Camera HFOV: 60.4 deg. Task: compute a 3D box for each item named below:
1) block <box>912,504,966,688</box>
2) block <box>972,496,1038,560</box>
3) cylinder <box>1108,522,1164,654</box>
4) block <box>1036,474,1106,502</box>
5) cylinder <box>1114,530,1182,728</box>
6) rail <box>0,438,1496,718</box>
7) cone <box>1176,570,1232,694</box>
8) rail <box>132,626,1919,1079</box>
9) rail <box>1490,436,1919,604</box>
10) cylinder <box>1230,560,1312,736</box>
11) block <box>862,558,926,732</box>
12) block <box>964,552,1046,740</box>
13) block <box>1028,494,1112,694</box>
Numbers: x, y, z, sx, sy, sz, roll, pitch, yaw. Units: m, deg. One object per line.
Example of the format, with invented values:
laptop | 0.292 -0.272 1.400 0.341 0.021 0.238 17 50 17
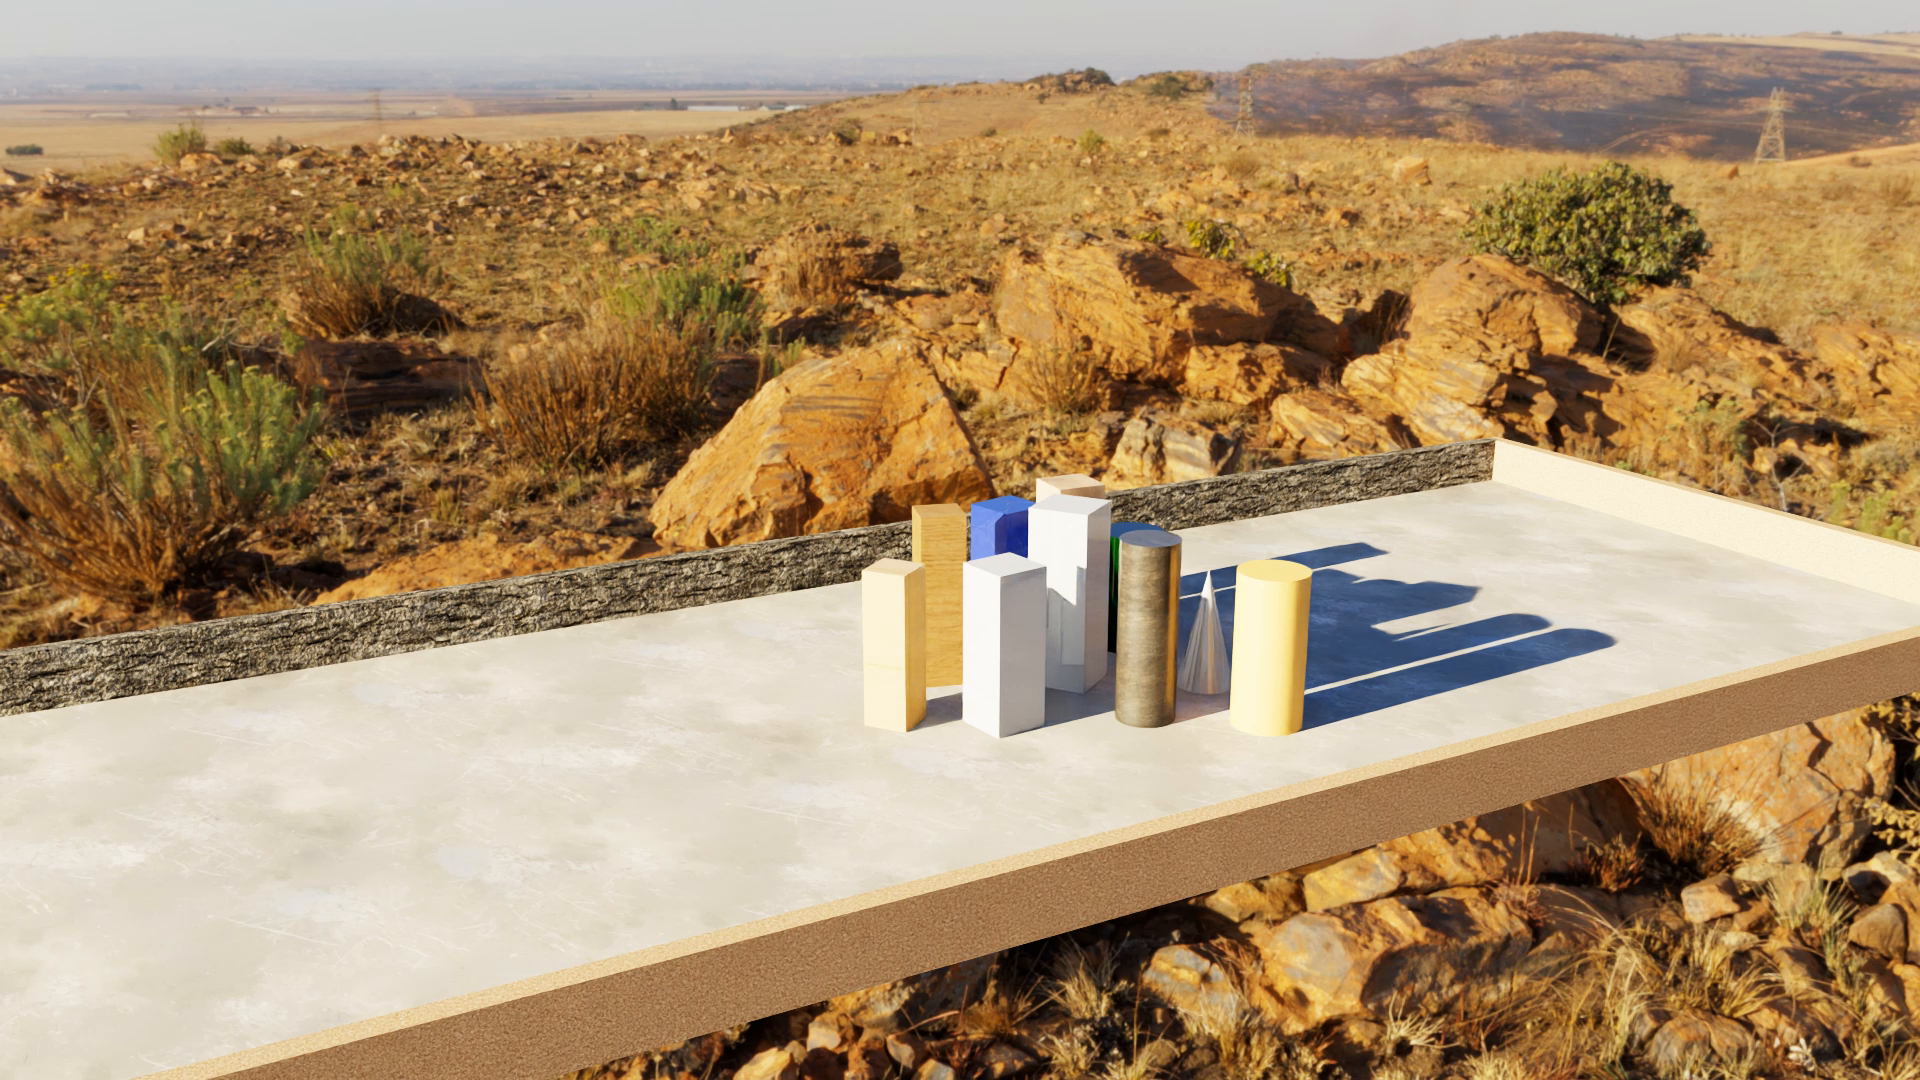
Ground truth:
block | -0.052 0.138 4.105 0.113 0.440 0.113 -3 17 -12
block | 0.126 0.096 4.334 0.137 0.391 0.137 -14 21 -39
cylinder | 0.454 0.127 4.363 0.166 0.316 0.166 0 16 0
block | 0.308 0.017 4.632 0.141 0.375 0.141 -7 18 -23
cylinder | 0.440 0.208 3.863 0.144 0.442 0.144 0 16 0
rail | -3.305 0.497 3.399 12.000 0.150 0.050 -9 18 -27
cone | 0.612 0.215 4.090 0.142 0.300 0.142 0 16 0
rail | -2.336 1.006 1.665 12.000 0.150 0.050 -9 18 -27
rail | 2.466 -0.048 5.253 0.050 0.150 2.100 -9 18 -27
cylinder | 0.721 0.250 3.838 0.169 0.376 0.169 0 16 0
block | -0.152 0.245 3.846 0.108 0.381 0.108 8 18 24
block | 0.103 0.243 3.832 0.136 0.392 0.136 -12 20 -35
block | 0.270 0.131 4.099 0.153 0.456 0.153 8 18 26
